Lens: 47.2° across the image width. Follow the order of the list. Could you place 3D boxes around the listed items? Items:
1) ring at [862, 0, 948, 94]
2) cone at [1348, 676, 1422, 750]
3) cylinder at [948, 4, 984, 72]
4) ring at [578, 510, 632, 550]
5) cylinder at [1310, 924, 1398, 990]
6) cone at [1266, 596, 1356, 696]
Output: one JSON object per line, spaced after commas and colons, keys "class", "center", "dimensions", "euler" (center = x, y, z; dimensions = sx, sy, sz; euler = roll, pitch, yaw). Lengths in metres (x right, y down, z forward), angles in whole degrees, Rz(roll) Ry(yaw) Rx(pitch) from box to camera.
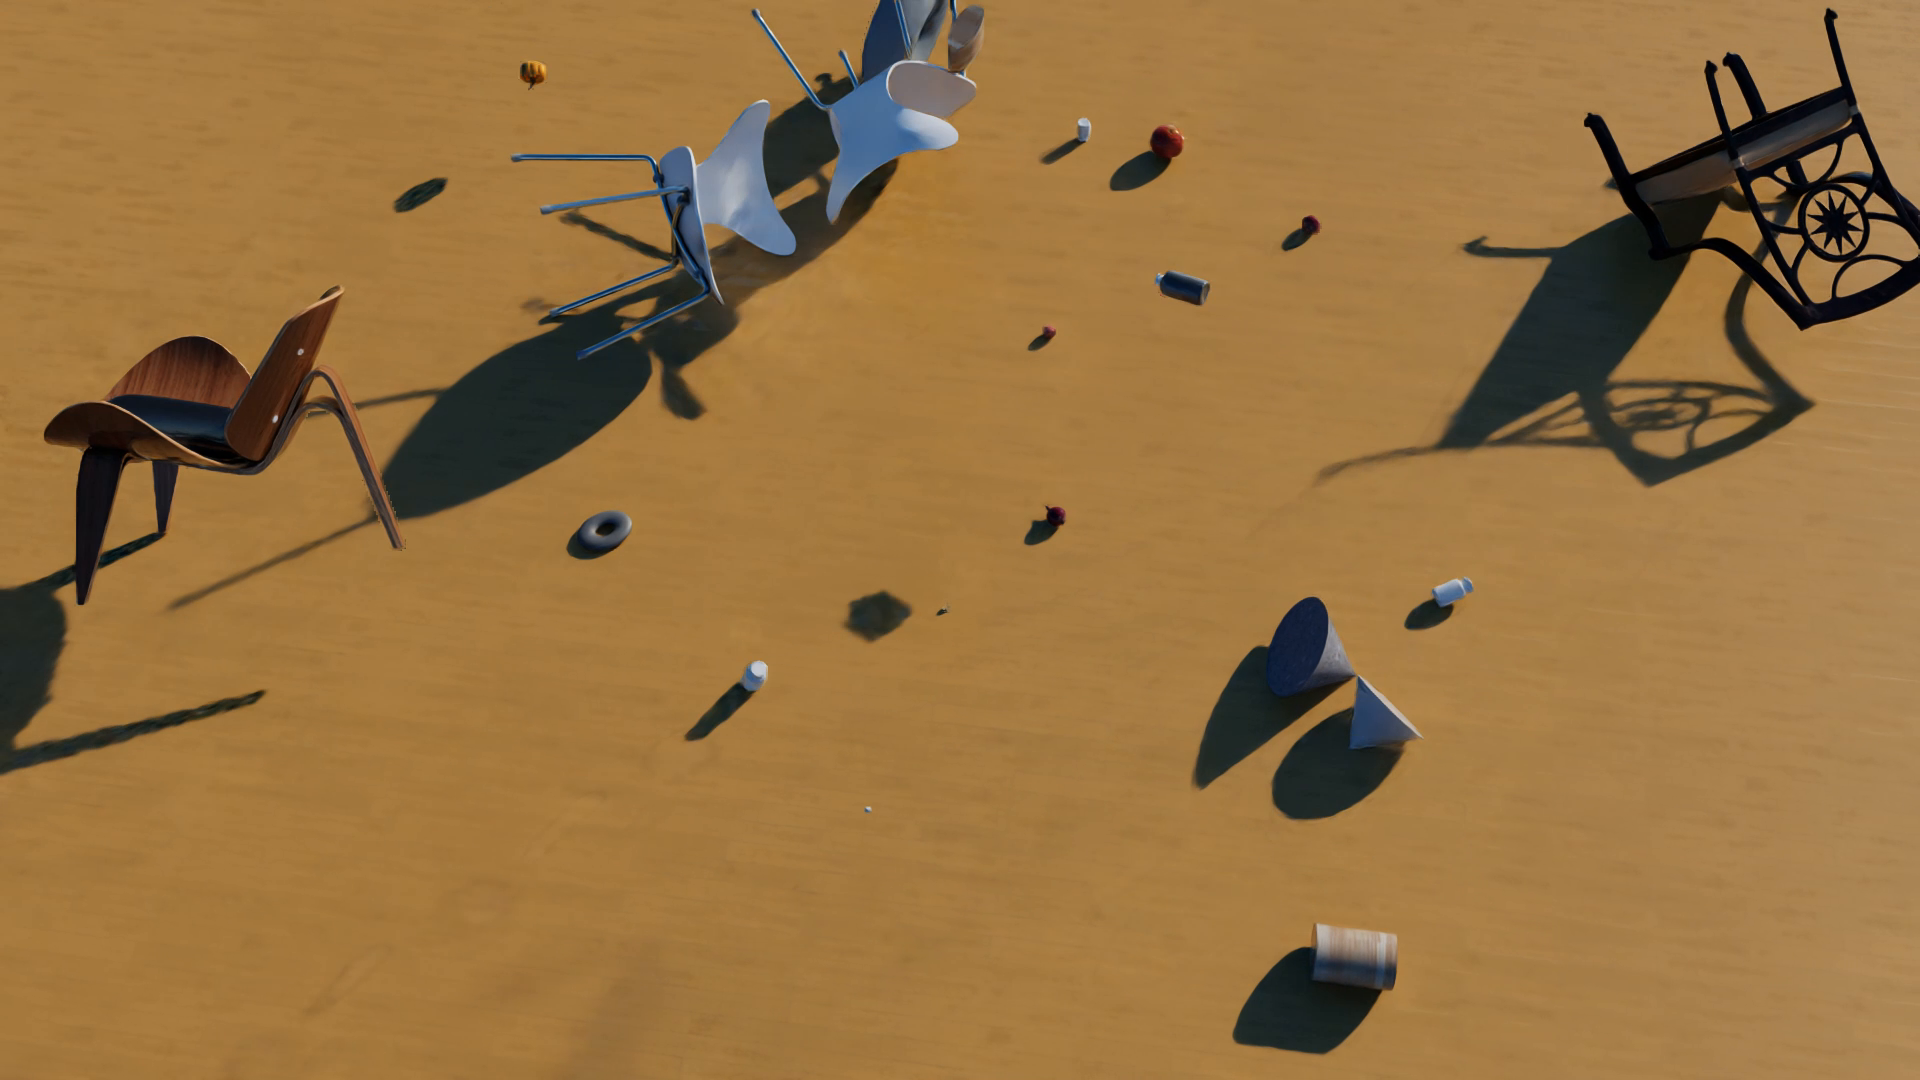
{"class": "ring", "center": [-0.184, -1.738, 7.475], "dimensions": [0.165, 0.405, 0.484], "euler": [24, 79, 7]}
{"class": "cone", "center": [1.149, 0.528, 6.166], "dimensions": [0.170, 0.208, 0.252], "euler": [-47, 64, 8]}
{"class": "cylinder", "center": [0.018, -1.601, 7.024], "dimensions": [0.083, 0.151, 0.176], "euler": [29, 75, 8]}
{"class": "ring", "center": [-1.062, -0.029, 6.576], "dimensions": [0.171, 0.029, 0.130], "euler": [-27, 61, -18]}
{"class": "cylinder", "center": [1.030, 1.092, 5.760], "dimensions": [0.211, 0.129, 0.168], "euler": [7, 34, 5]}
{"class": "cone", "center": [1.047, 0.345, 6.272], "dimensions": [0.219, 0.273, 0.314], "euler": [26, 52, -21]}
